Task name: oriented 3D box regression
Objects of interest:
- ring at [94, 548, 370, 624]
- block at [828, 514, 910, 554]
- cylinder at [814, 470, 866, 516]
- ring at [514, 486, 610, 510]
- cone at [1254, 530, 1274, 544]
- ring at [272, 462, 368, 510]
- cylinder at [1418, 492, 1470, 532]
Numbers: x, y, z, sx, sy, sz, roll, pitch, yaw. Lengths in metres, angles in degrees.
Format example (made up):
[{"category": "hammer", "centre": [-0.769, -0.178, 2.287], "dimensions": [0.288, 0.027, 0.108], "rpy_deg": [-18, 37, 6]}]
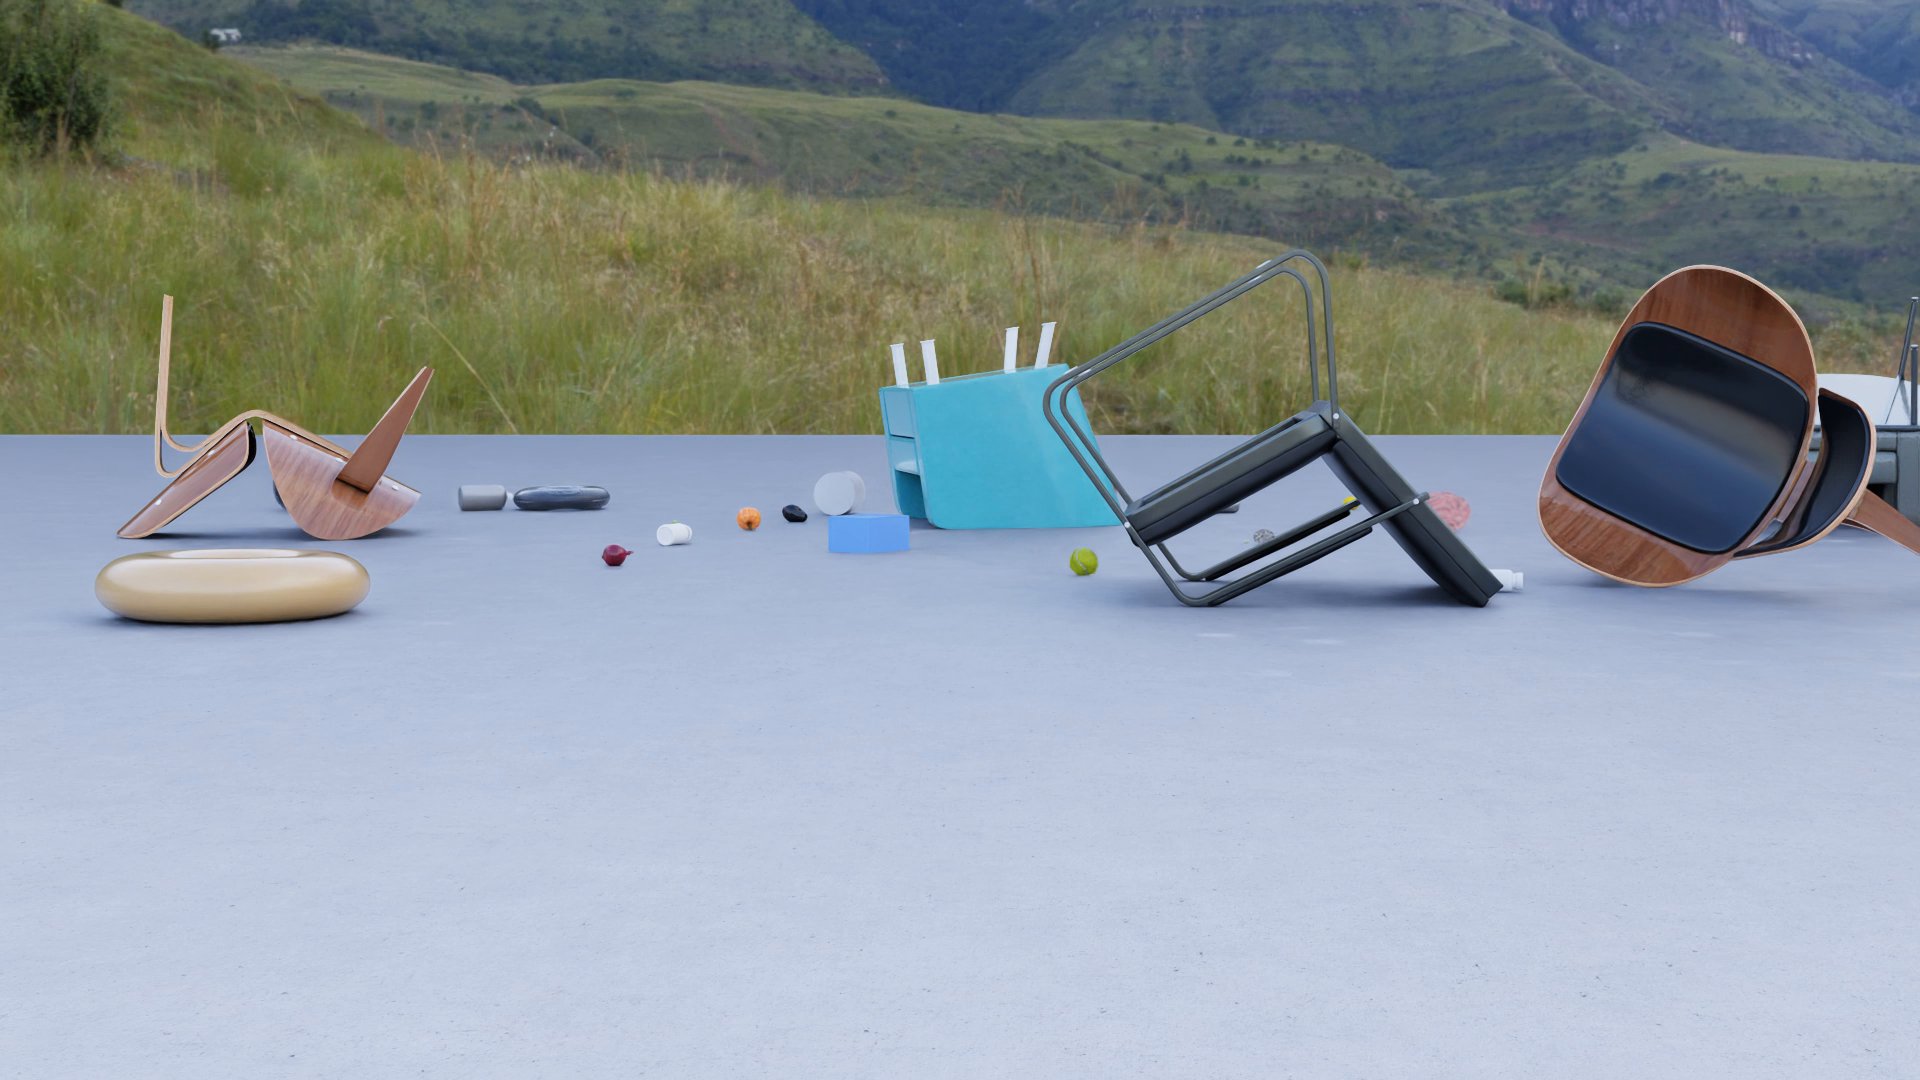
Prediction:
[{"category": "ring", "centre": [-1.439, 0.088, 4.364], "dimensions": [0.522, 0.125, 0.506], "rpy_deg": [-1, 3, -25]}, {"category": "block", "centre": [-0.253, -0.019, 6.125], "dimensions": [0.143, 0.096, 0.181], "rpy_deg": [3, 5, 36]}, {"category": "cylinder", "centre": [-0.431, -0.170, 7.895], "dimensions": [0.150, 0.155, 0.175], "rpy_deg": [19, 7, 8]}, {"category": "ring", "centre": [-1.494, -0.157, 8.252], "dimensions": [0.358, 0.082, 0.402], "rpy_deg": [0, 4, 4]}, {"category": "cone", "centre": [0.881, 0.000, 6.385], "dimensions": [0.062, 0.047, 0.063], "rpy_deg": [-2, -17, 6]}, {"category": "ring", "centre": [-2.400, -0.205, 8.257], "dimensions": [0.316, 0.178, 0.380], "rpy_deg": [0, 3, 23]}, {"category": "cylinder", "centre": [1.538, -0.090, 6.987], "dimensions": [0.131, 0.120, 0.164], "rpy_deg": [-7, 4, 1]}]
